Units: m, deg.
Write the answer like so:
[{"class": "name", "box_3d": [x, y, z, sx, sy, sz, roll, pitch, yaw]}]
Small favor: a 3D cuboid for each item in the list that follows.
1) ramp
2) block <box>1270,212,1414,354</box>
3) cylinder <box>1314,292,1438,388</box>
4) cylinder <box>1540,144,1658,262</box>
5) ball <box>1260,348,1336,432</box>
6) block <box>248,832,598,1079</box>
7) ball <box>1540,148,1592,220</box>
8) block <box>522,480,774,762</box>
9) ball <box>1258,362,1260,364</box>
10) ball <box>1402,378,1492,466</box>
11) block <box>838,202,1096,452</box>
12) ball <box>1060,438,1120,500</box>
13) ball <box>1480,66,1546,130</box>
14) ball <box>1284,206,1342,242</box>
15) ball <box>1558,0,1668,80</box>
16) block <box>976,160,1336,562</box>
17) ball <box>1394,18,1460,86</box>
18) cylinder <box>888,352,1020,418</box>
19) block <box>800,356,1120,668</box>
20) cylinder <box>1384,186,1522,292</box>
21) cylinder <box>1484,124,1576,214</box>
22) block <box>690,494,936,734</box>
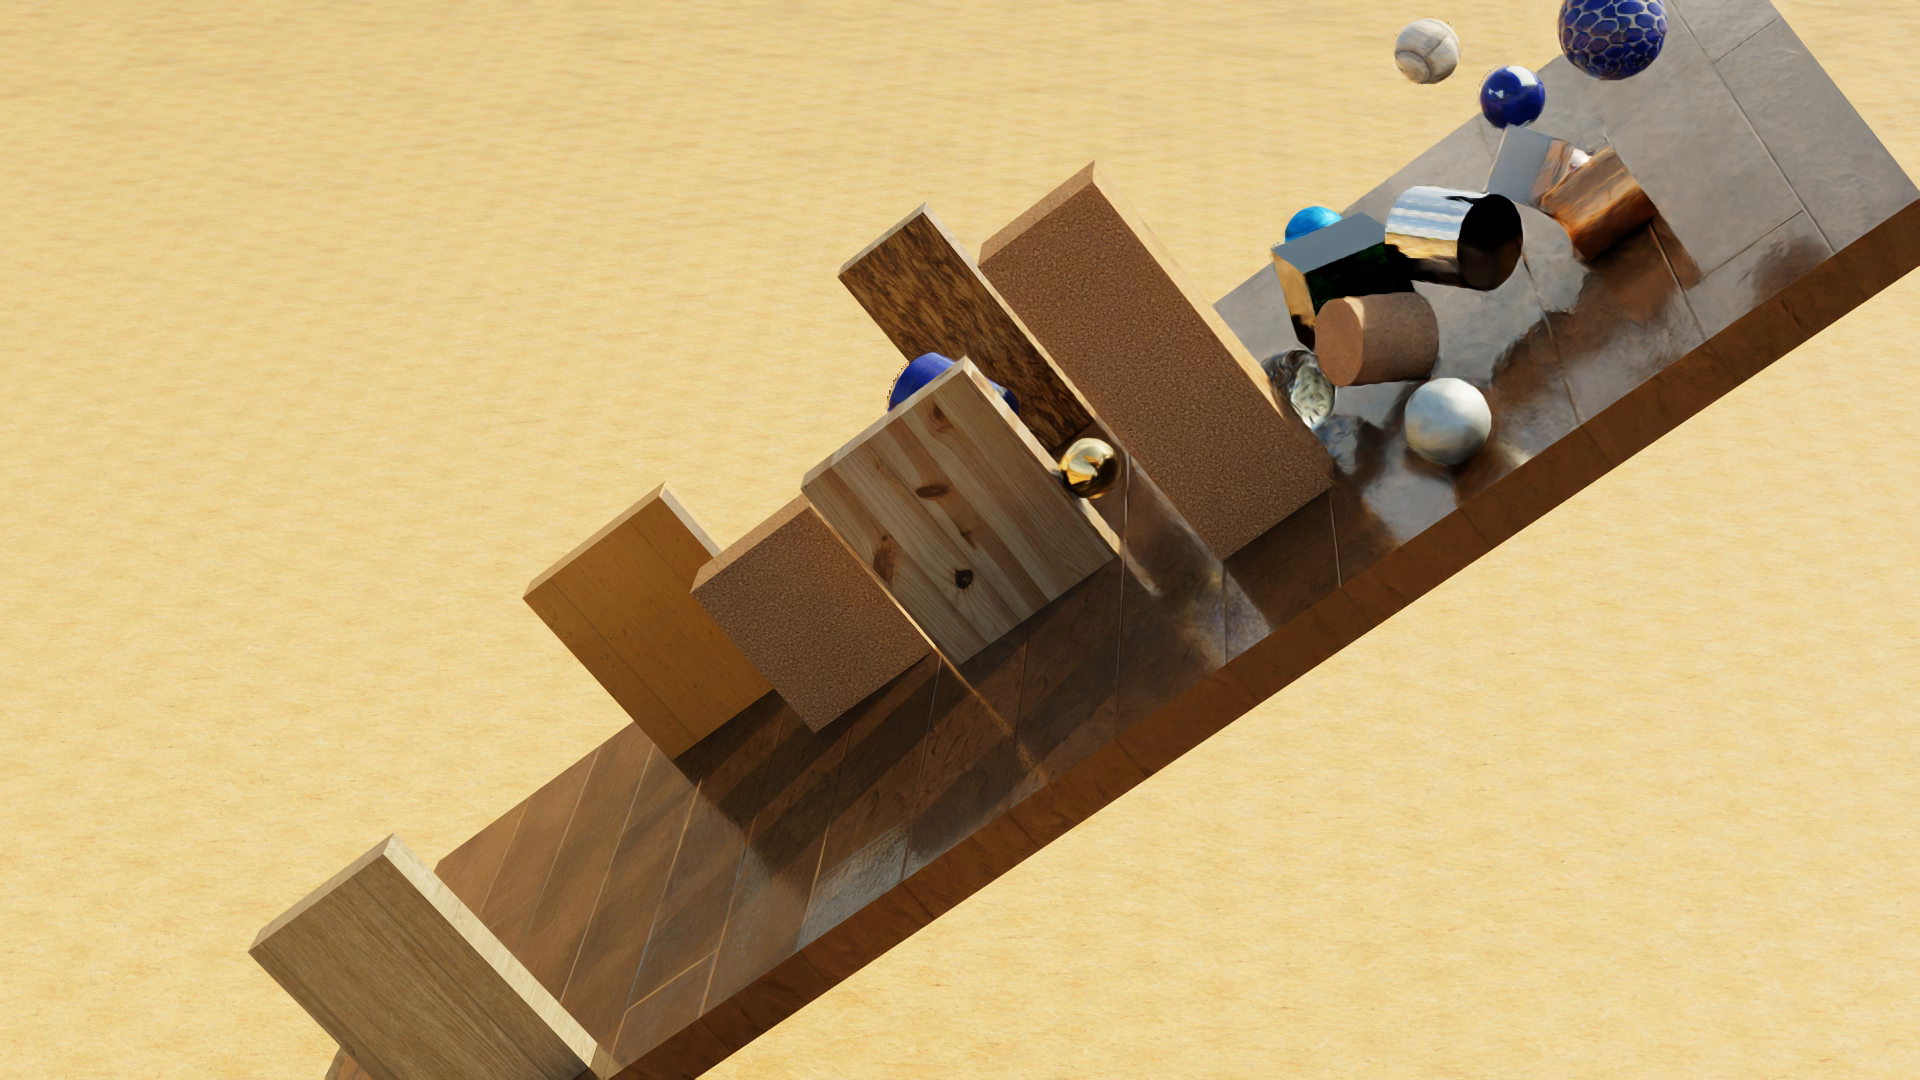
[{"class": "ramp", "box_3d": [0.123, 0.183, 6.335, 4.000, 0.100, 2.000, -35, 16, 18]}, {"class": "block", "box_3d": [0.769, -0.499, 5.841, 0.204, 0.204, 0.204, -22, 23, -5]}, {"class": "cylinder", "box_3d": [0.801, -0.387, 5.659, 0.171, 0.171, 0.171, -7, 24, -25]}, {"class": "cylinder", "box_3d": [1.208, -0.636, 5.558, 0.158, 0.158, 0.158, -36, 19, 14]}, {"class": "ball", "box_3d": [0.664, -0.294, 5.866, 0.175, 0.175, 0.175, 0, 23, 0]}, {"class": "block", "box_3d": [-1.059, 0.906, 5.814, 0.370, 0.599, 0.086, -35, 16, 18]}, {"class": "ball", "box_3d": [1.195, -0.701, 5.793, 0.145, 0.145, 0.145, 0, 23, 0]}, {"class": "block", "box_3d": [-0.695, 0.197, 7.011, 0.435, 0.541, 0.097, -35, 16, 18]}, {"class": "ball", "box_3d": [0.624, -0.309, 6.036, 0.117, 0.117, 0.117, 0, 23, 0]}, {"class": "ball", "box_3d": [0.862, -0.210, 5.210, 0.155, 0.155, 0.155, 0, 23, 0]}, {"class": "block", "box_3d": [0.019, -0.467, 6.963, 0.260, 0.646, 0.082, -35, 16, 18]}, {"class": "ball", "box_3d": [0.268, -0.147, 6.050, 0.126, 0.126, 0.126, 0, 23, 0]}, {"class": "ball", "box_3d": [1.190, -0.952, 6.336, 0.140, 0.140, 0.140, 0, 23, 0]}, {"class": "ball", "box_3d": [0.806, -0.684, 6.656, 0.144, 0.144, 0.144, 0, 23, 0]}, {"class": "ball", "box_3d": [1.214, -0.957, 5.472, 0.202, 0.202, 0.202, 0, 23, 0]}, {"class": "block", "box_3d": [0.376, -0.334, 5.575, 0.271, 0.749, 0.141, -35, 16, 18]}, {"class": "ball", "box_3d": [0.919, -0.960, 5.784, 0.130, 0.130, 0.130, 0, 23, 0]}, {"class": "cylinder", "box_3d": [-0.014, -0.277, 6.432, 0.204, 0.204, 0.204, 30, 36, 33]}, {"class": "block", "box_3d": [0.001, -0.054, 6.122, 0.435, 0.514, 0.085, -35, 16, 18]}, {"class": "cylinder", "box_3d": [0.952, -0.583, 5.671, 0.186, 0.186, 0.186, -18, 21, -35]}, {"class": "cylinder", "box_3d": [1.101, -0.719, 5.686, 0.138, 0.138, 0.138, 18, 10, -3]}, {"class": "block", "box_3d": [-0.317, 0.151, 6.469, 0.344, 0.426, 0.134, -35, 16, 18]}]
